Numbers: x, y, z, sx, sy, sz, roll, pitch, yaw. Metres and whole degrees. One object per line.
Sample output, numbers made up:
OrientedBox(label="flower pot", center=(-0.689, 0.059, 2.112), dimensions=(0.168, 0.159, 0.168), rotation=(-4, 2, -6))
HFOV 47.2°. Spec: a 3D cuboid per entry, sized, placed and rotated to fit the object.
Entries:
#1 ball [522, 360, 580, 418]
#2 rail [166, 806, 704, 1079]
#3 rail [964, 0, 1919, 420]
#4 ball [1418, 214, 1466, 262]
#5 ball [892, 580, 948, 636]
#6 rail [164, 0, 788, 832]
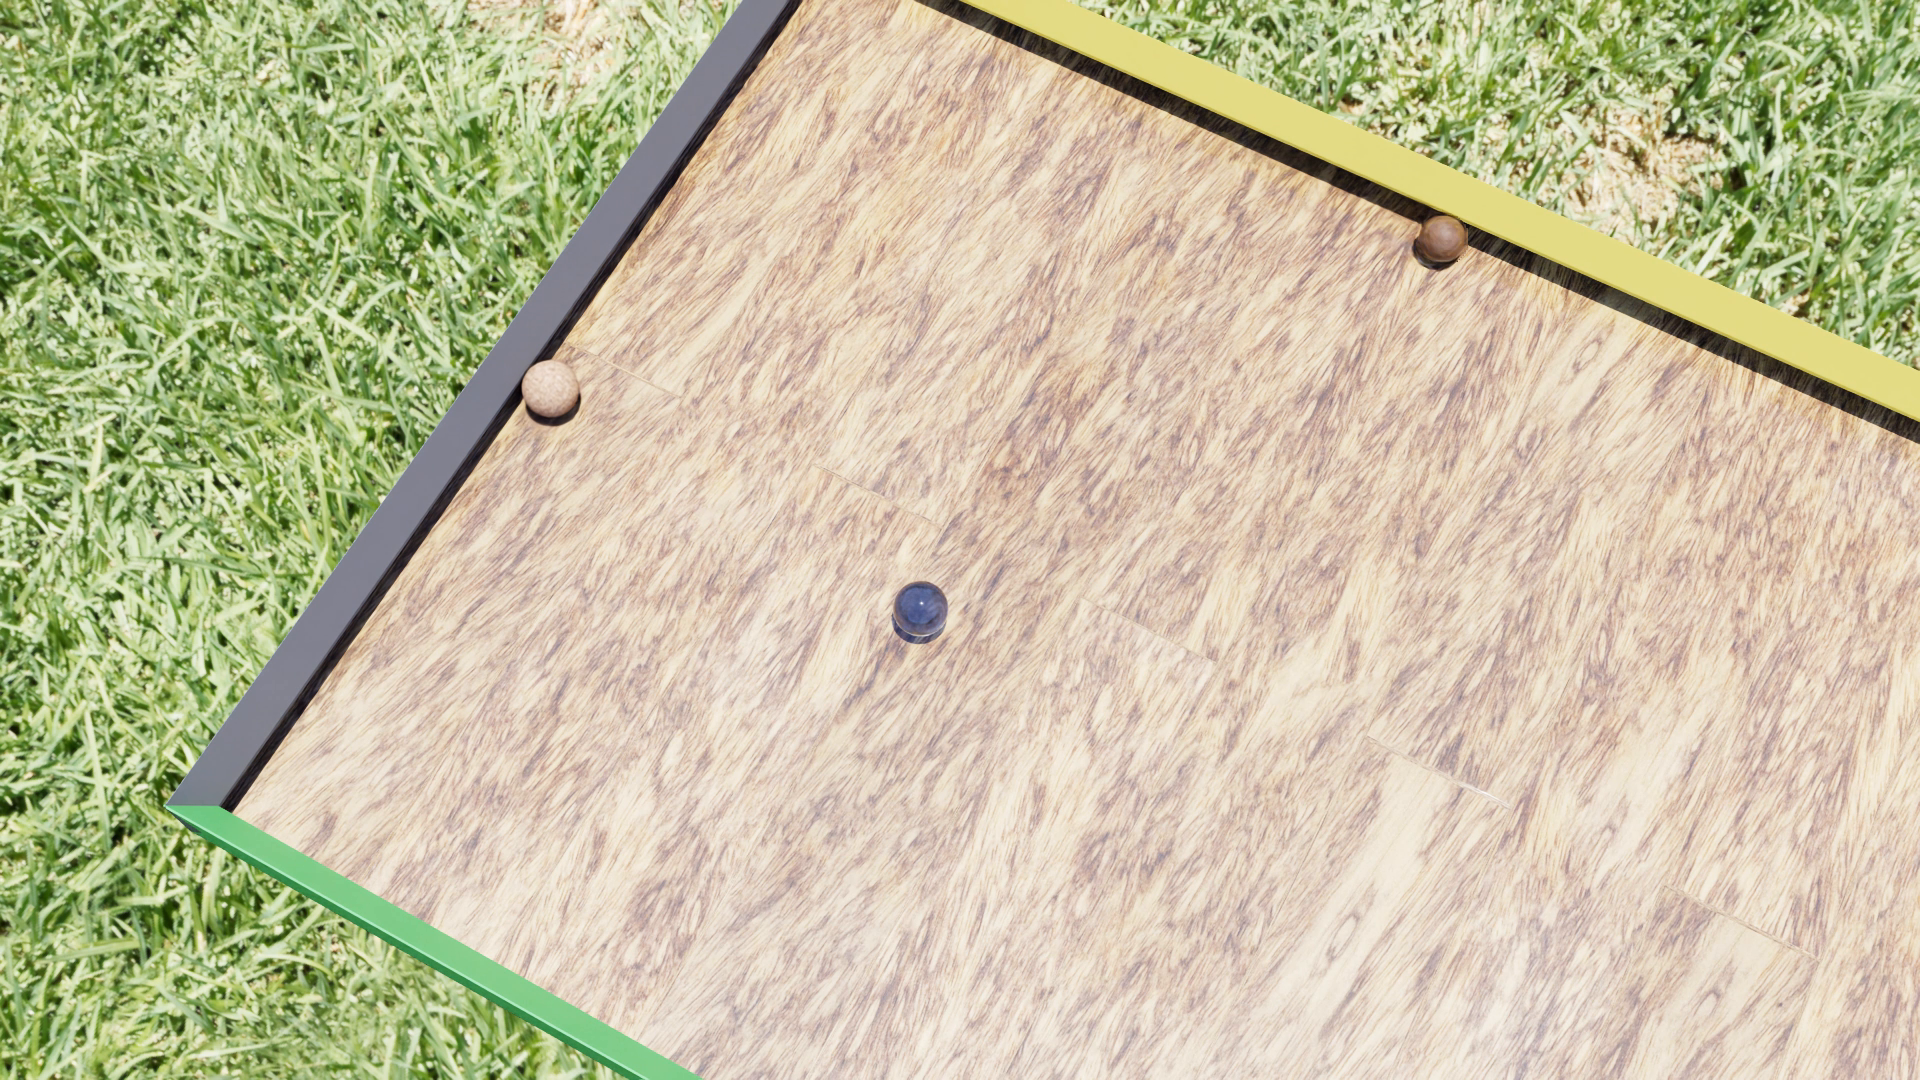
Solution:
OrientedBox(label="ball", center=(-0.678, -0.250, 3.645), dimensions=(0.094, 0.094, 0.094), rotation=(0, 66, 0))
OrientedBox(label="rail", center=(0.266, 1.113, 3.015), dimensions=(3.276, 0.123, 0.045), rotation=(26, 68, 11))
OrientedBox(label="rail", center=(1.174, -0.416, 3.703), dimensions=(3.276, 0.123, 0.045), rotation=(26, 68, 11))
OrientedBox(label="ball", center=(0.827, -0.517, 3.772), dimensions=(0.081, 0.081, 0.081), rotation=(0, 66, 0))
OrientedBox(label="ball", center=(-0.062, 0.109, 3.486), dimensions=(0.089, 0.089, 0.089), rotation=(0, 66, 0))
OrientedBox(label="rail", center=(-0.699, -0.352, 3.674), dimensions=(0.045, 0.123, 1.954), rotation=(26, 68, 11))
